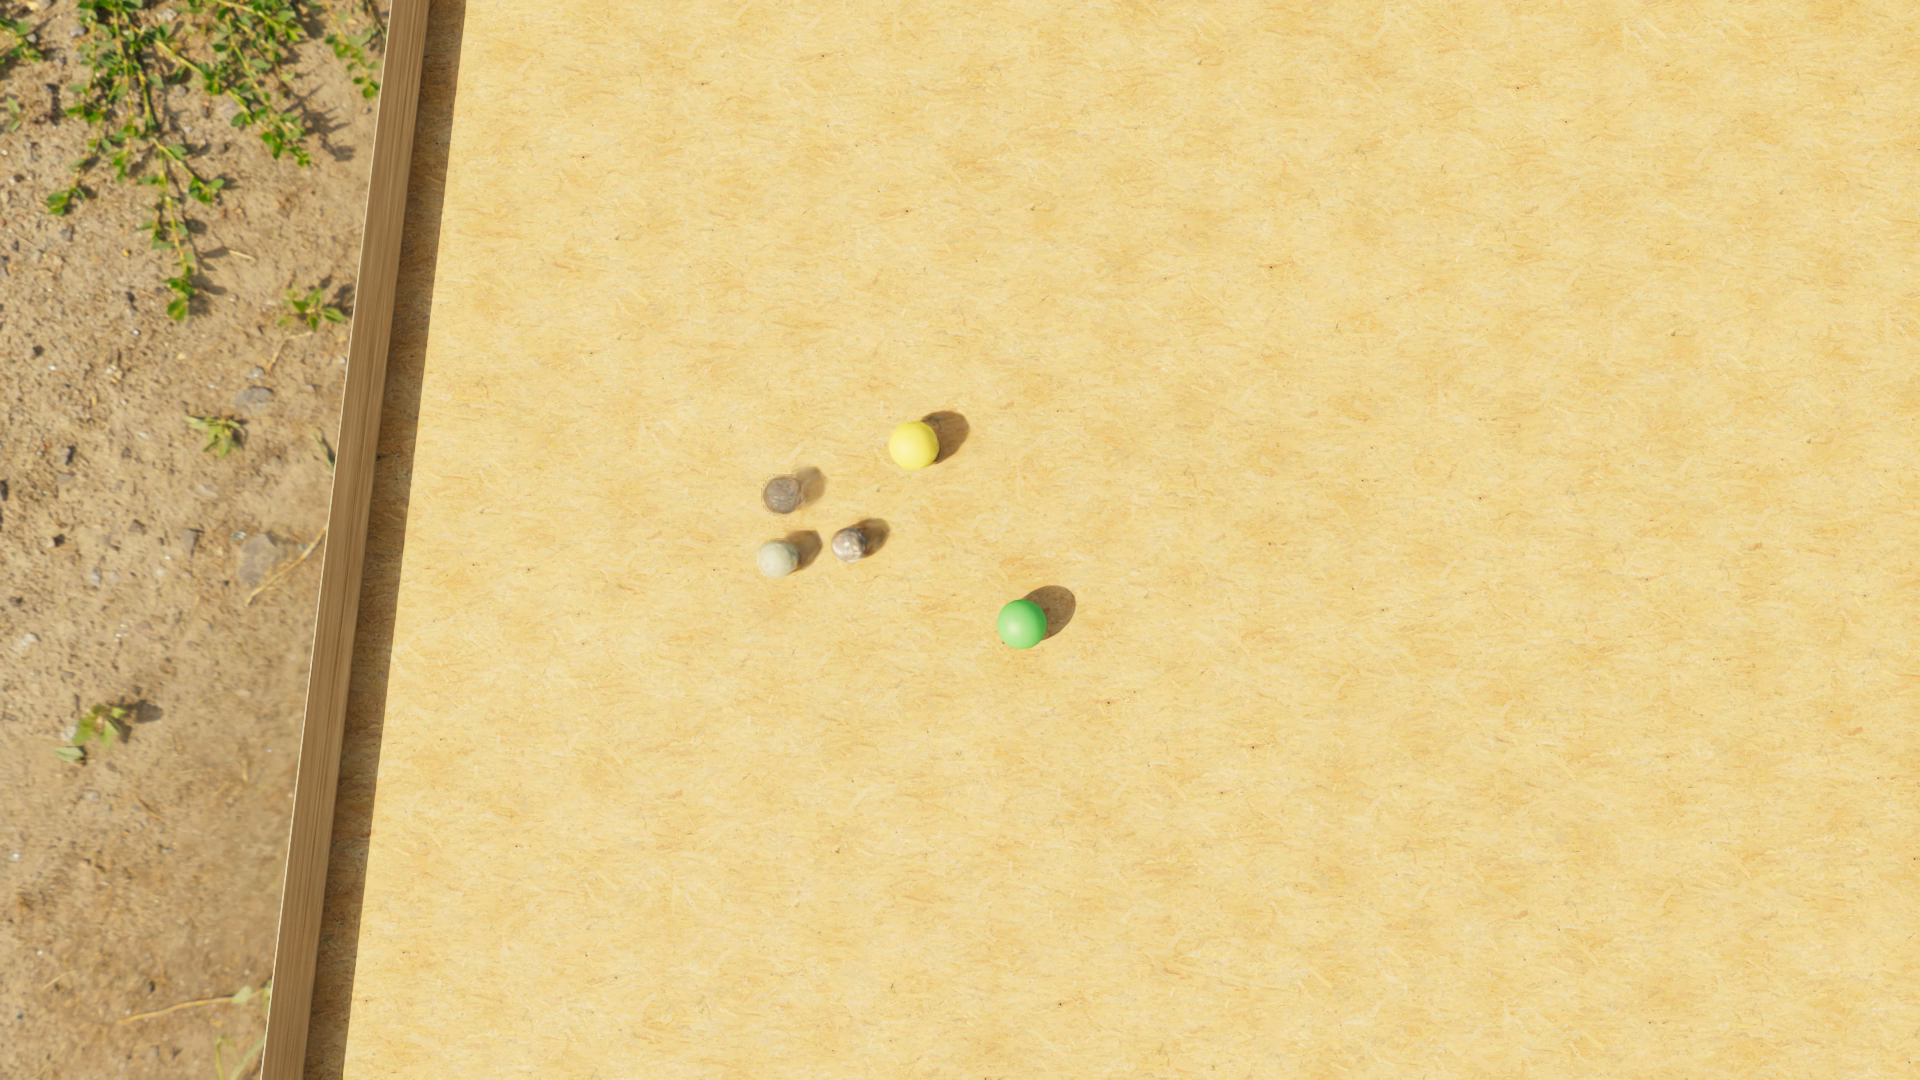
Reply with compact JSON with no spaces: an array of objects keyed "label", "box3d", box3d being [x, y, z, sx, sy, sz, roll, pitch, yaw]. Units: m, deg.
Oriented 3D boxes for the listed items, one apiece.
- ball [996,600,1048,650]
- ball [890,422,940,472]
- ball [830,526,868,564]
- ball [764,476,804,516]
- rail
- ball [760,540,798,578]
[{"label":"ball","box3d":[0.092,0.125,3.259,0.075,0.075,0.075,0,80,0]},{"label":"ball","box3d":[-0.069,-0.141,3.305,0.075,0.075,0.075,0,80,0]},{"label":"ball","box3d":[-0.165,0.008,3.289,0.056,0.056,0.056,0,80,0]},{"label":"ball","box3d":[-0.265,-0.067,3.300,0.060,0.060,0.060,0,80,0]},{"label":"rail","box3d":[-0.900,-0.065,3.280,0.045,0.097,2.038,4,80,1]},{"label":"ball","box3d":[-0.271,0.028,3.284,0.059,0.059,0.059,0,80,0]}]
